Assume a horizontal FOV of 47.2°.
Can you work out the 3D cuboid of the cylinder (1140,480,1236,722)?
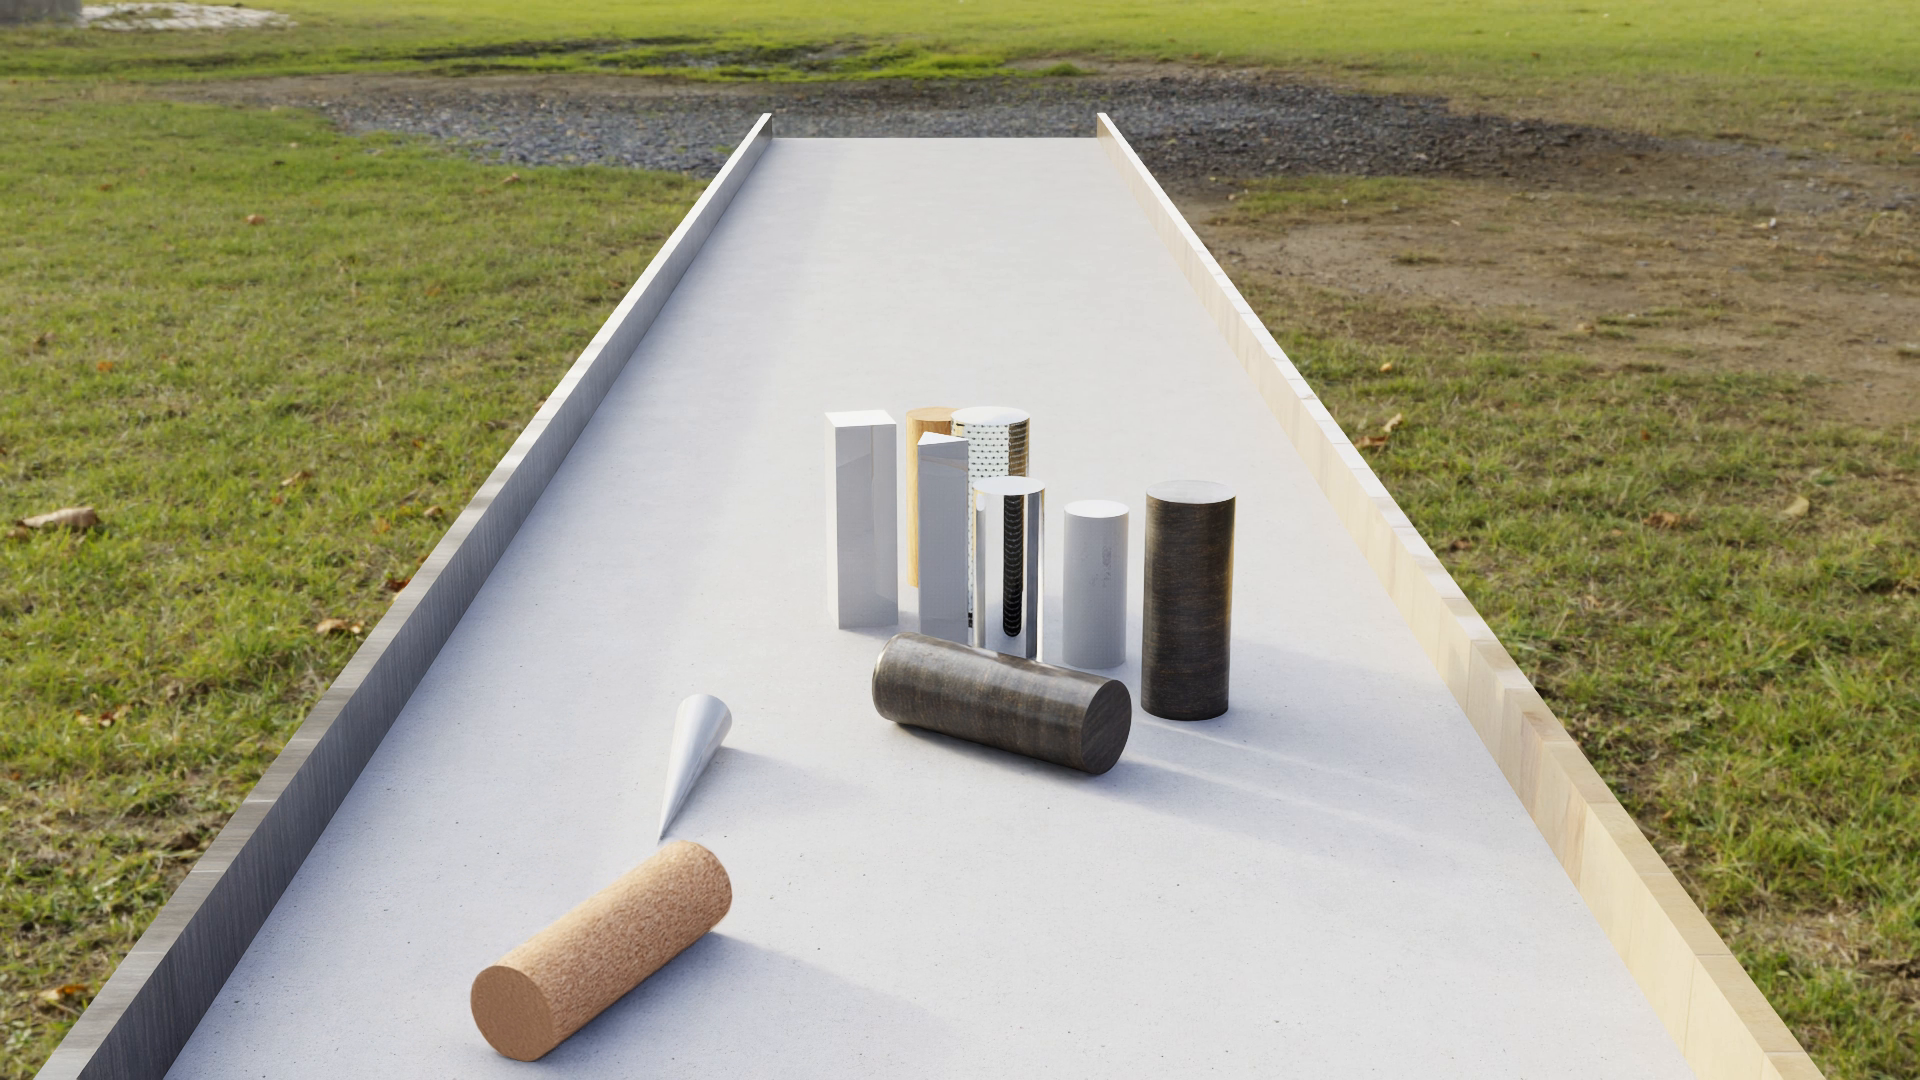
[{"bbox_3d":[0.426,0.112,4.112,0.166,0.420,0.166,0,17,0],"label":"cylinder"}]

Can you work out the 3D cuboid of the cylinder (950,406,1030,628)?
[{"bbox_3d":[0.063,-0.047,4.614,0.164,0.440,0.164,0,17,0],"label":"cylinder"}]

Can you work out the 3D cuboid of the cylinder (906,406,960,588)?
[{"bbox_3d":[-0.050,-0.092,4.865,0.136,0.383,0.136,0,17,0],"label":"cylinder"}]

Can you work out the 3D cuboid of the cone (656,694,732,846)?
[{"bbox_3d":[-0.476,0.410,3.760,0.102,0.102,0.445,1,23,4],"label":"cone"}]

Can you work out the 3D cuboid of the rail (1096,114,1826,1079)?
[{"bbox_3d":[0.932,-0.844,7.801,0.050,0.150,12.000,0,17,-1],"label":"rail"}]

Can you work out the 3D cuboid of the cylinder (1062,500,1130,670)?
[{"bbox_3d":[0.269,0.088,4.381,0.129,0.313,0.129,0,17,0],"label":"cylinder"}]

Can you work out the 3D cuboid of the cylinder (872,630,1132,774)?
[{"bbox_3d":[0.072,0.289,3.956,0.452,0.170,0.170,11,20,34],"label":"cylinder"}]

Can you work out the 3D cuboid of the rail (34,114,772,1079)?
[{"bbox_3d":[-1.118,-0.838,7.780,0.050,0.150,12.000,0,17,-1],"label":"rail"}]

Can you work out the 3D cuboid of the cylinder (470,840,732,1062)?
[{"bbox_3d":[-0.493,0.567,3.081,0.137,0.137,0.437,8,18,25],"label":"cylinder"}]

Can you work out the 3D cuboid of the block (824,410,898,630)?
[{"bbox_3d":[-0.207,-0.044,4.610,0.128,0.435,0.128,-4,17,-13],"label":"block"}]

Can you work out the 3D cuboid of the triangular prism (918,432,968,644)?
[{"bbox_3d":[-0.050,0.010,4.409,0.106,0.446,0.092,-7,18,-22],"label":"triangular prism"}]

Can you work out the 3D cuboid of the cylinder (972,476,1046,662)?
[{"bbox_3d":[0.090,0.104,4.127,0.134,0.428,0.134,0,17,0],"label":"cylinder"}]
